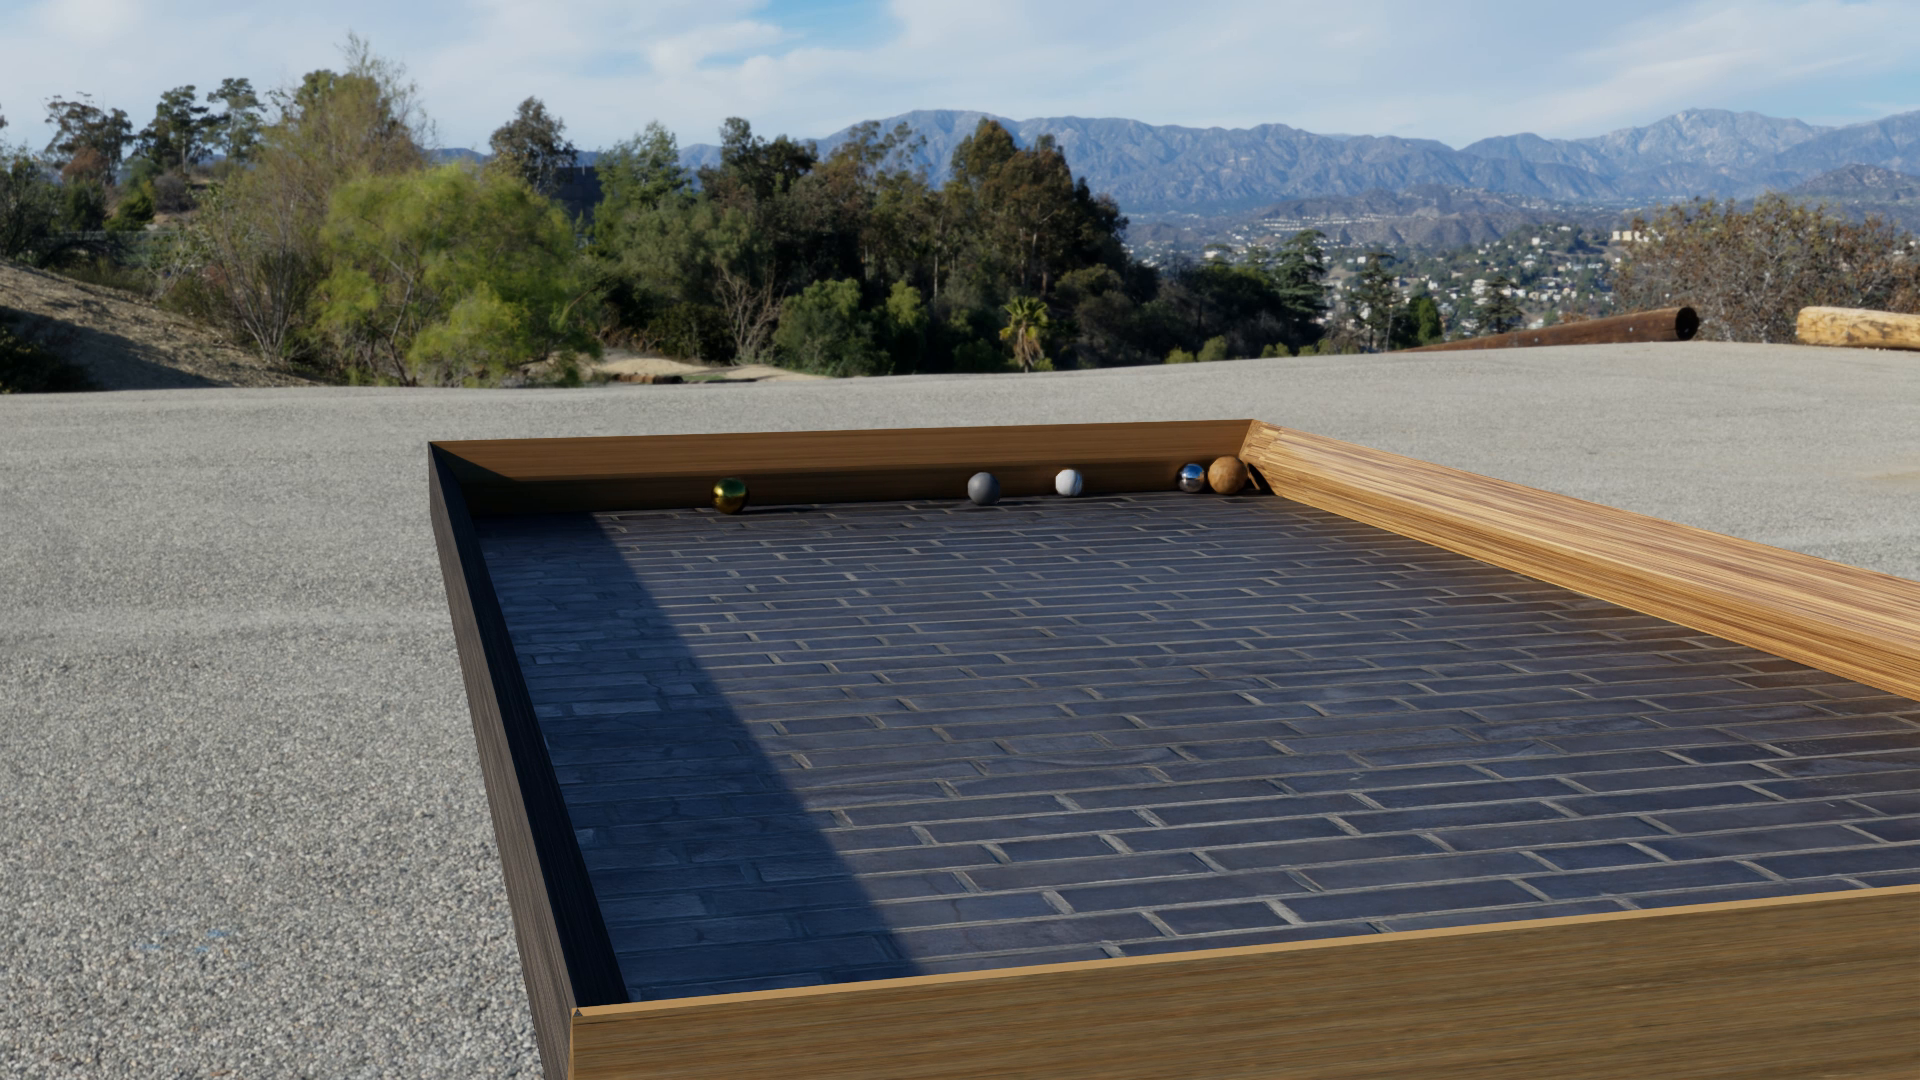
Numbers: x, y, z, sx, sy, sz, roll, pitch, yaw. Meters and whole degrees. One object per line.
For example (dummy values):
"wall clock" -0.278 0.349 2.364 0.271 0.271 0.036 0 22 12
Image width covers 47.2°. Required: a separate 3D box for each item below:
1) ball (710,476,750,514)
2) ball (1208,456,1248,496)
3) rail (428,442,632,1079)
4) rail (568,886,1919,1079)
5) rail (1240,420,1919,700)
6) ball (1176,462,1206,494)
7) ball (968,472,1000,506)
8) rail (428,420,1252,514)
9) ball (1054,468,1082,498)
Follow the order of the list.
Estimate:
"ball" -0.390 -0.076 3.726 0.065 0.065 0.065 0 9 0
"ball" 0.484 -0.117 3.973 0.071 0.071 0.071 0 9 0
"rail" -0.521 0.095 2.409 0.045 0.125 2.725 -2 9 -15
"rail" 0.521 0.263 1.314 1.489 0.125 0.045 -2 9 -15
"rail" 0.872 0.039 2.776 0.045 0.125 2.725 -2 9 -15
"ball" 0.421 -0.113 3.997 0.056 0.056 0.056 0 9 0
"ball" 0.041 -0.090 3.842 0.058 0.058 0.058 0 9 0
"rail" -0.169 -0.129 3.871 1.489 0.125 0.045 -2 9 -15
"ball" 0.195 -0.102 3.944 0.051 0.051 0.051 0 9 0
